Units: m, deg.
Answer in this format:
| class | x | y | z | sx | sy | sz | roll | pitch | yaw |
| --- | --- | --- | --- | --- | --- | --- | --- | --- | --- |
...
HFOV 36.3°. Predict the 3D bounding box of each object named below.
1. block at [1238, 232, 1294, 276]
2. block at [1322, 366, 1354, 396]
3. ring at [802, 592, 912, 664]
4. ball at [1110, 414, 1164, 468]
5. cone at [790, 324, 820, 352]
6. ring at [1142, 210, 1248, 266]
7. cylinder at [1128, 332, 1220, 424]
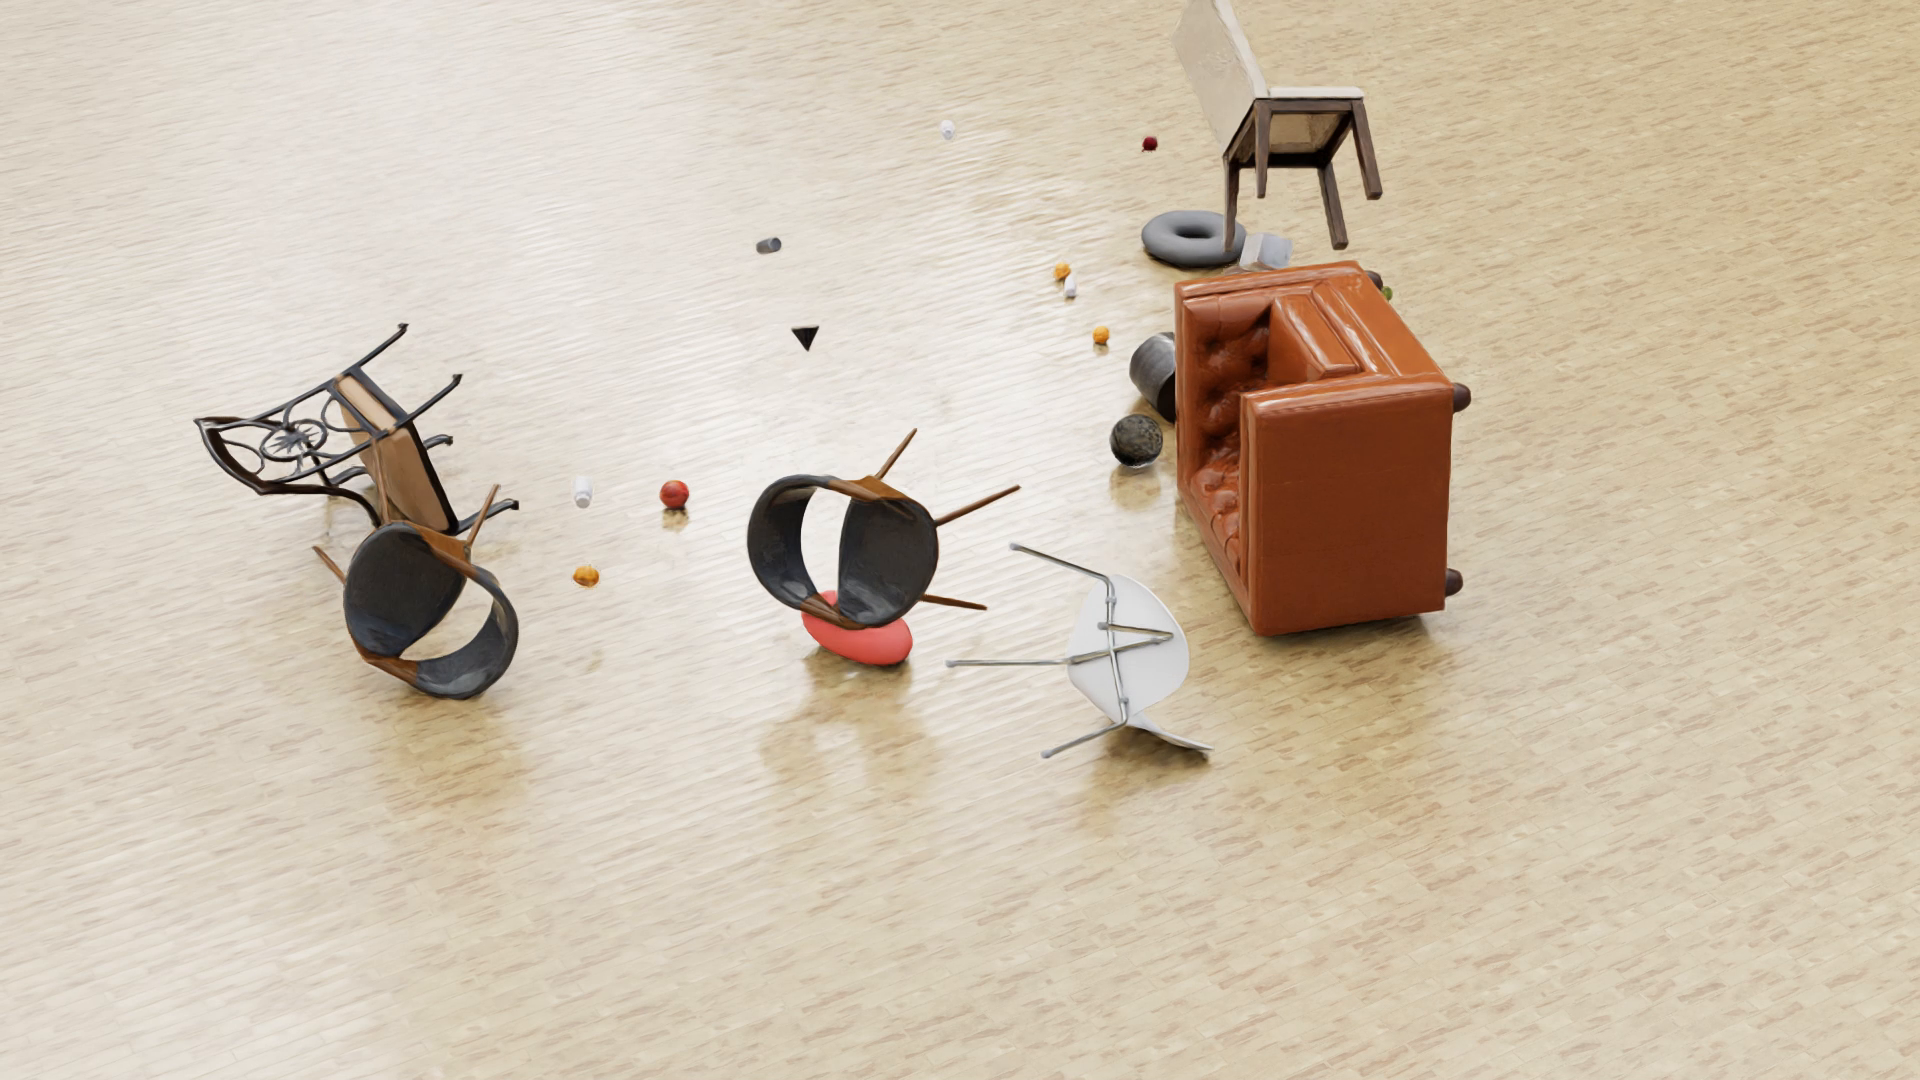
| class | x | y | z | sx | sy | sz | roll | pitch | yaw |
| --- | --- | --- | --- | --- | --- | --- | --- | --- | --- |
| block | 1.158 | -1.079 | 11.077 | 0.129 | 0.120 | 0.165 | 17 | -7 | -17 |
| block | 1.521 | -0.640 | 11.789 | 0.075 | 0.079 | 0.086 | -25 | 83 | -24 |
| ring | -0.361 | 0.308 | 10.297 | 0.426 | 0.136 | 0.300 | 24 | 27 | 20 |
| ball | 0.682 | -0.384 | 11.337 | 0.209 | 0.209 | 0.209 | 0 | 33 | 0 |
| cone | -0.539 | -0.701 | 10.268 | 0.110 | 0.092 | 0.093 | -1 | 12 | 23 |
| ring | 1.031 | -1.327 | 12.860 | 0.483 | 0.108 | 0.452 | 22 | 38 | 32 |
| cylinder | 0.852 | -0.648 | 11.689 | 0.276 | 0.256 | 0.278 | -40 | 39 | 4 |
